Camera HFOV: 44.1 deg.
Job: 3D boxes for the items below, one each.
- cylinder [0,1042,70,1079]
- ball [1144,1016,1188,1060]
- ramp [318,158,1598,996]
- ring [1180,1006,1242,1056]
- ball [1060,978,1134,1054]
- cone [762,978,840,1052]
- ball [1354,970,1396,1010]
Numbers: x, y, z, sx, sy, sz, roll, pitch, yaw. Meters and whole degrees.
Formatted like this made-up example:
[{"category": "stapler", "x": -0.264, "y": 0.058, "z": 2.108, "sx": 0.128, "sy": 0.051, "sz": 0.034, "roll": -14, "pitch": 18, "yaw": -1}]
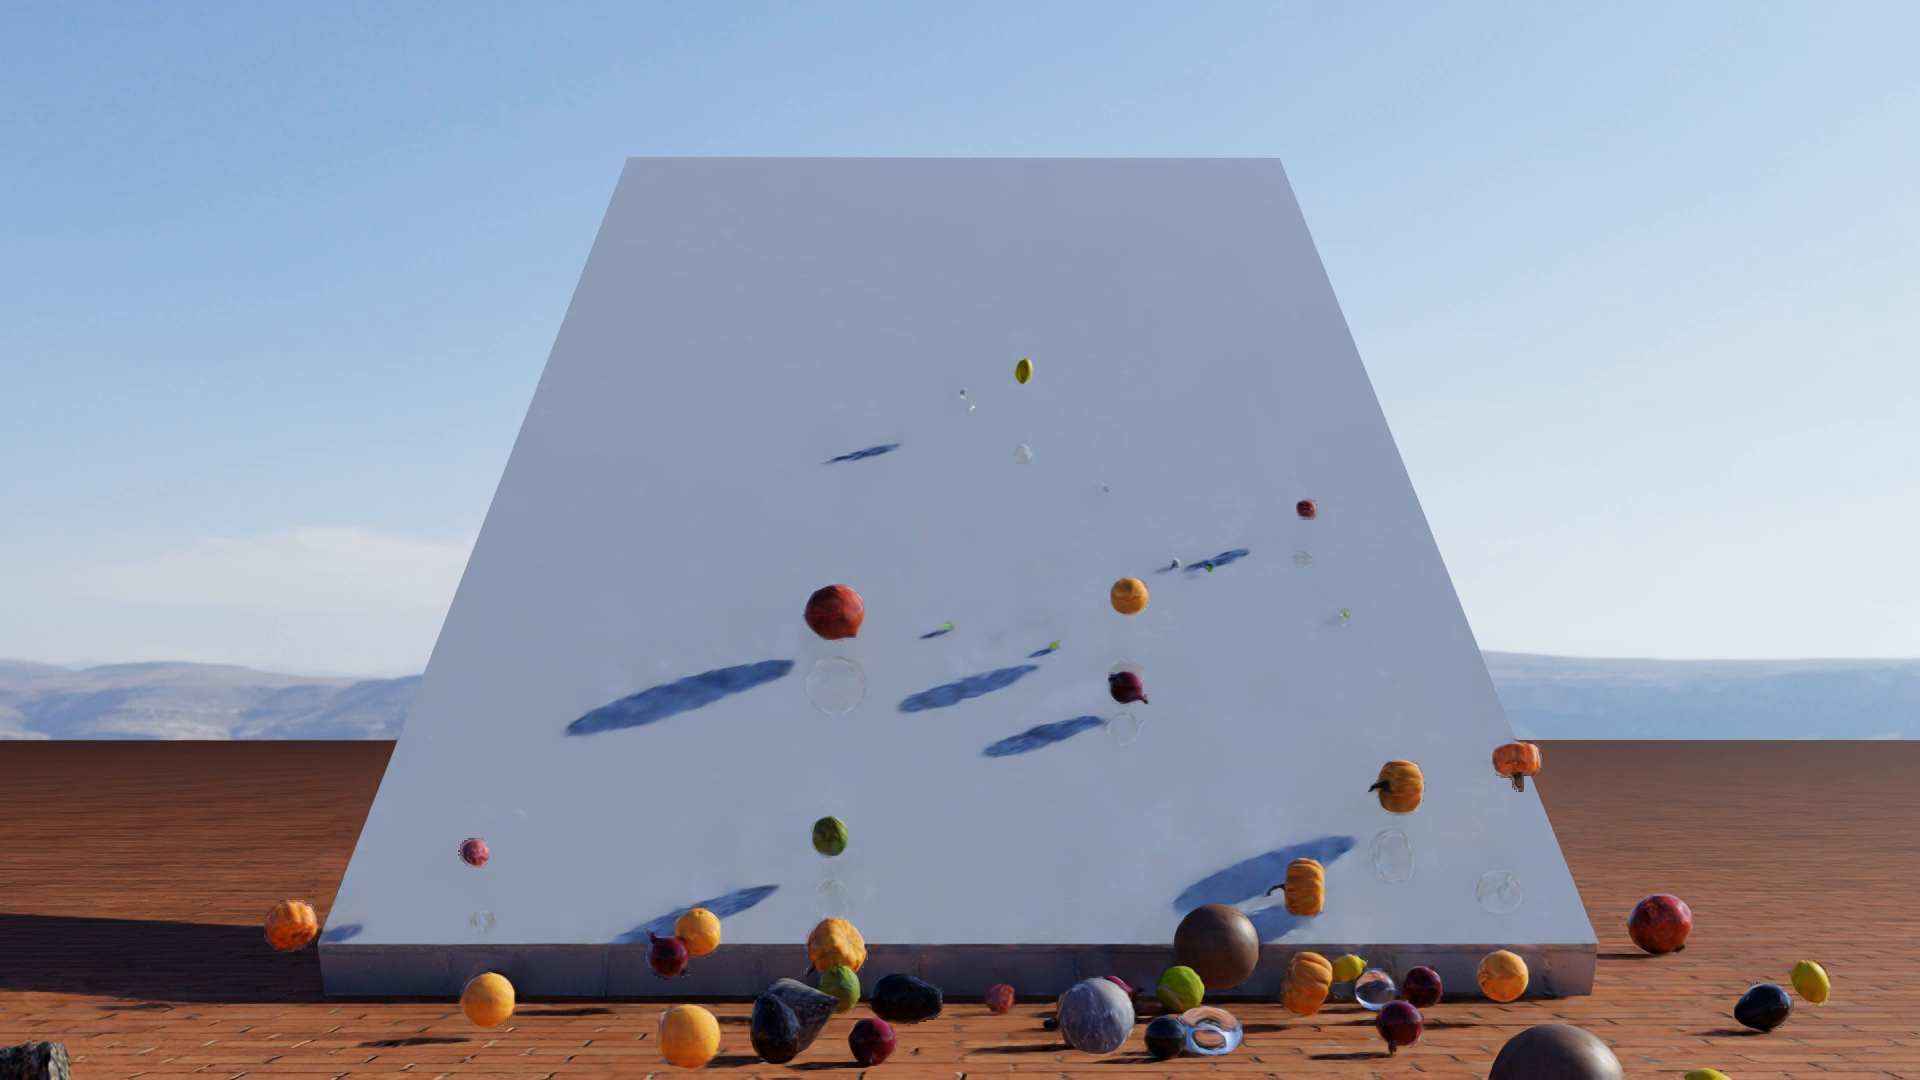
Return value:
[{"category": "cylinder", "x": -1.037, "y": 0.594, "z": 2.645, "sx": 0.062, "sy": 0.062, "sz": 0.062, "roll": -6, "pitch": -5, "yaw": -1}, {"category": "ball", "x": 0.262, "y": 0.633, "z": 3.013, "sx": 0.054, "sy": 0.054, "sz": 0.054, "roll": 0, "pitch": -5, "yaw": 0}, {"category": "ramp", "x": -0.010, "y": -0.227, "z": 5.502, "sx": 2.000, "sy": 0.100, "sz": 4.000, "roll": 0, "pitch": 27, "yaw": 0}, {"category": "ring", "x": 0.324, "y": 0.638, "z": 3.078, "sx": 0.088, "sy": 0.029, "sz": 0.088, "roll": 2, "pitch": 23, "yaw": -1}, {"category": "ball", "x": 0.162, "y": 0.564, "z": 2.806, "sx": 0.089, "sy": 0.089, "sz": 0.089, "roll": 0, "pitch": -5, "yaw": 0}, {"category": "cone", "x": -0.184, "y": 0.596, "z": 3.017, "sx": 0.096, "sy": 0.096, "sz": 0.096, "roll": -25, "pitch": -20, "yaw": 40}, {"category": "ball", "x": 0.623, "y": 0.676, "z": 3.555, "sx": 0.060, "sy": 0.060, "sz": 0.060, "roll": 0, "pitch": -5, "yaw": 0}]
